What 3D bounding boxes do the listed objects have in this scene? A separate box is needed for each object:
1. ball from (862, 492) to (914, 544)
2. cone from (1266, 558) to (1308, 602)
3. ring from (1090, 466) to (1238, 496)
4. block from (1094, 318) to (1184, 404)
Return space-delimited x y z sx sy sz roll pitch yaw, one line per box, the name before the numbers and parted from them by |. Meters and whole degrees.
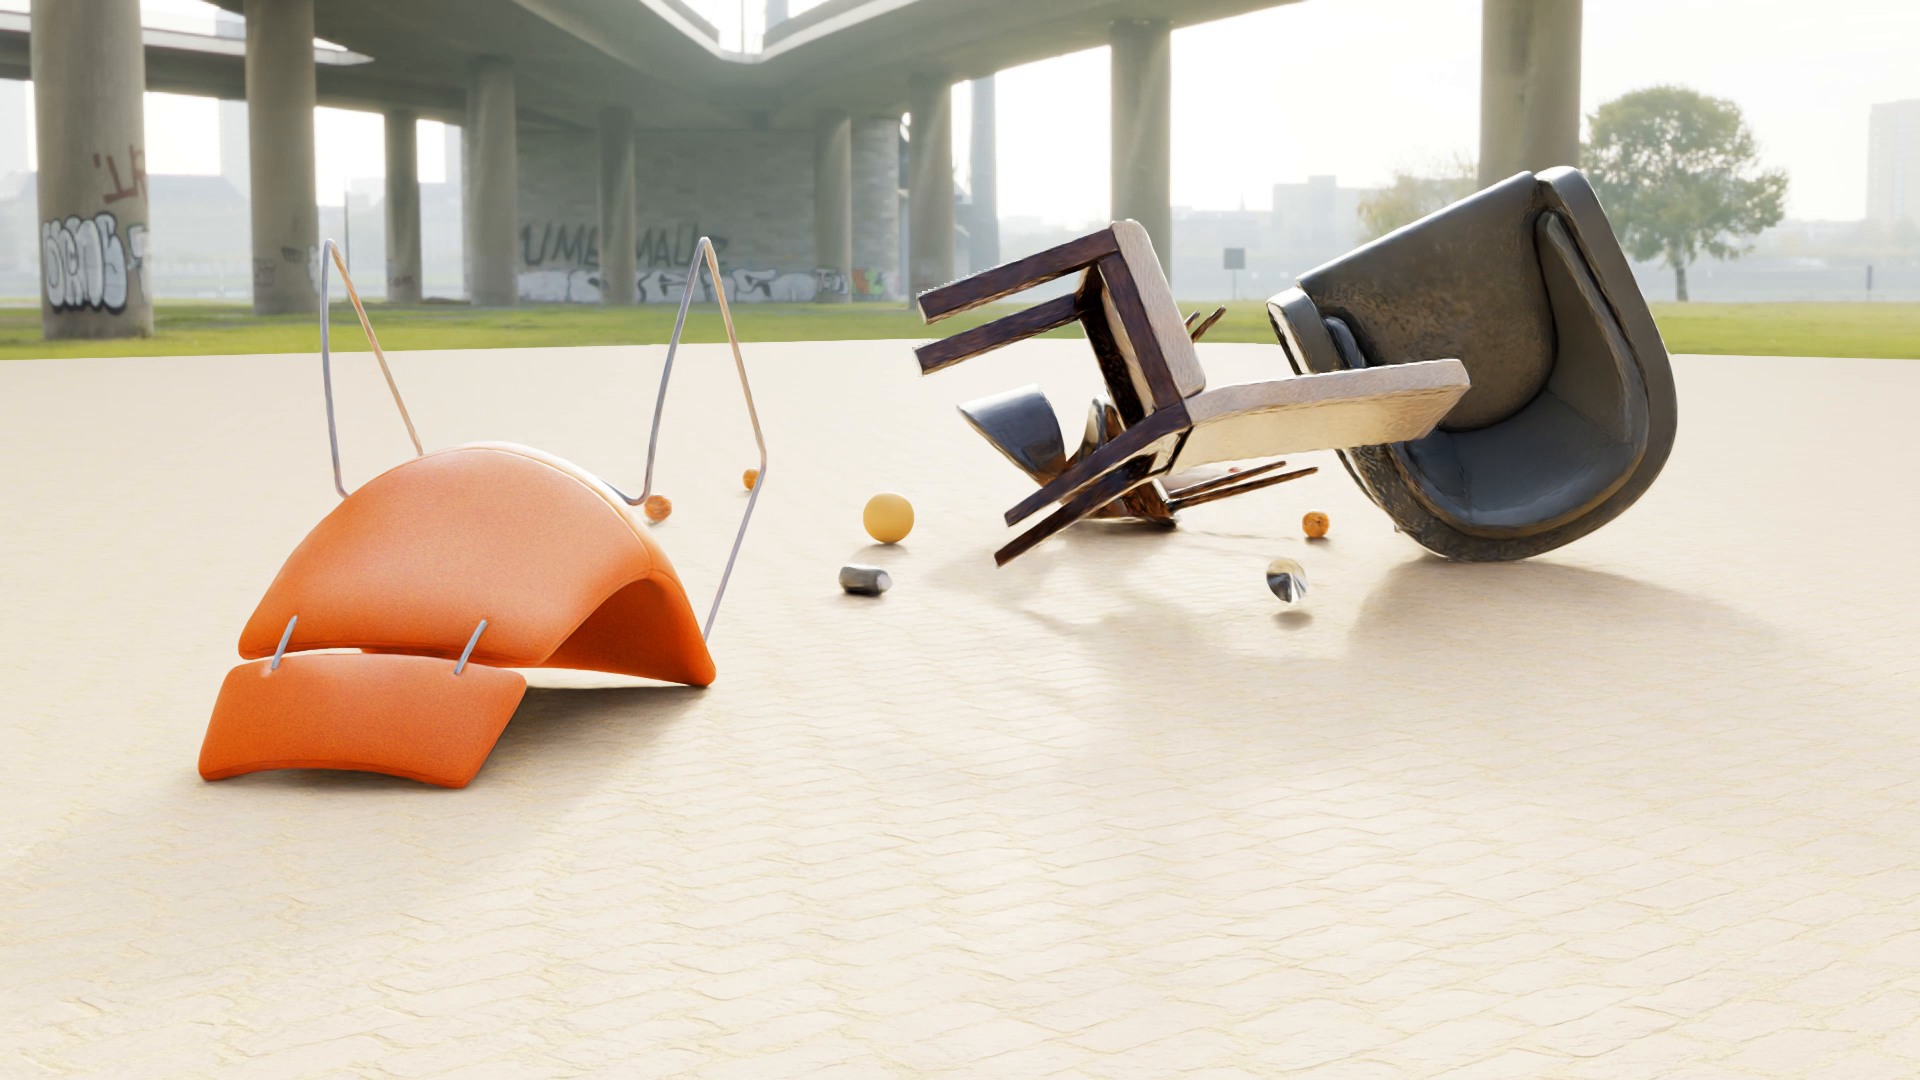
ball | -0.176 -0.056 6.325 0.129 0.129 0.129 0 6 0
cone | 0.654 0.072 5.106 0.082 0.096 0.040 -14 -20 -11
ring | 0.623 -0.180 7.843 0.466 0.066 0.436 -4 8 -31
block | 0.443 -0.443 6.356 0.166 0.168 0.101 9 46 31
